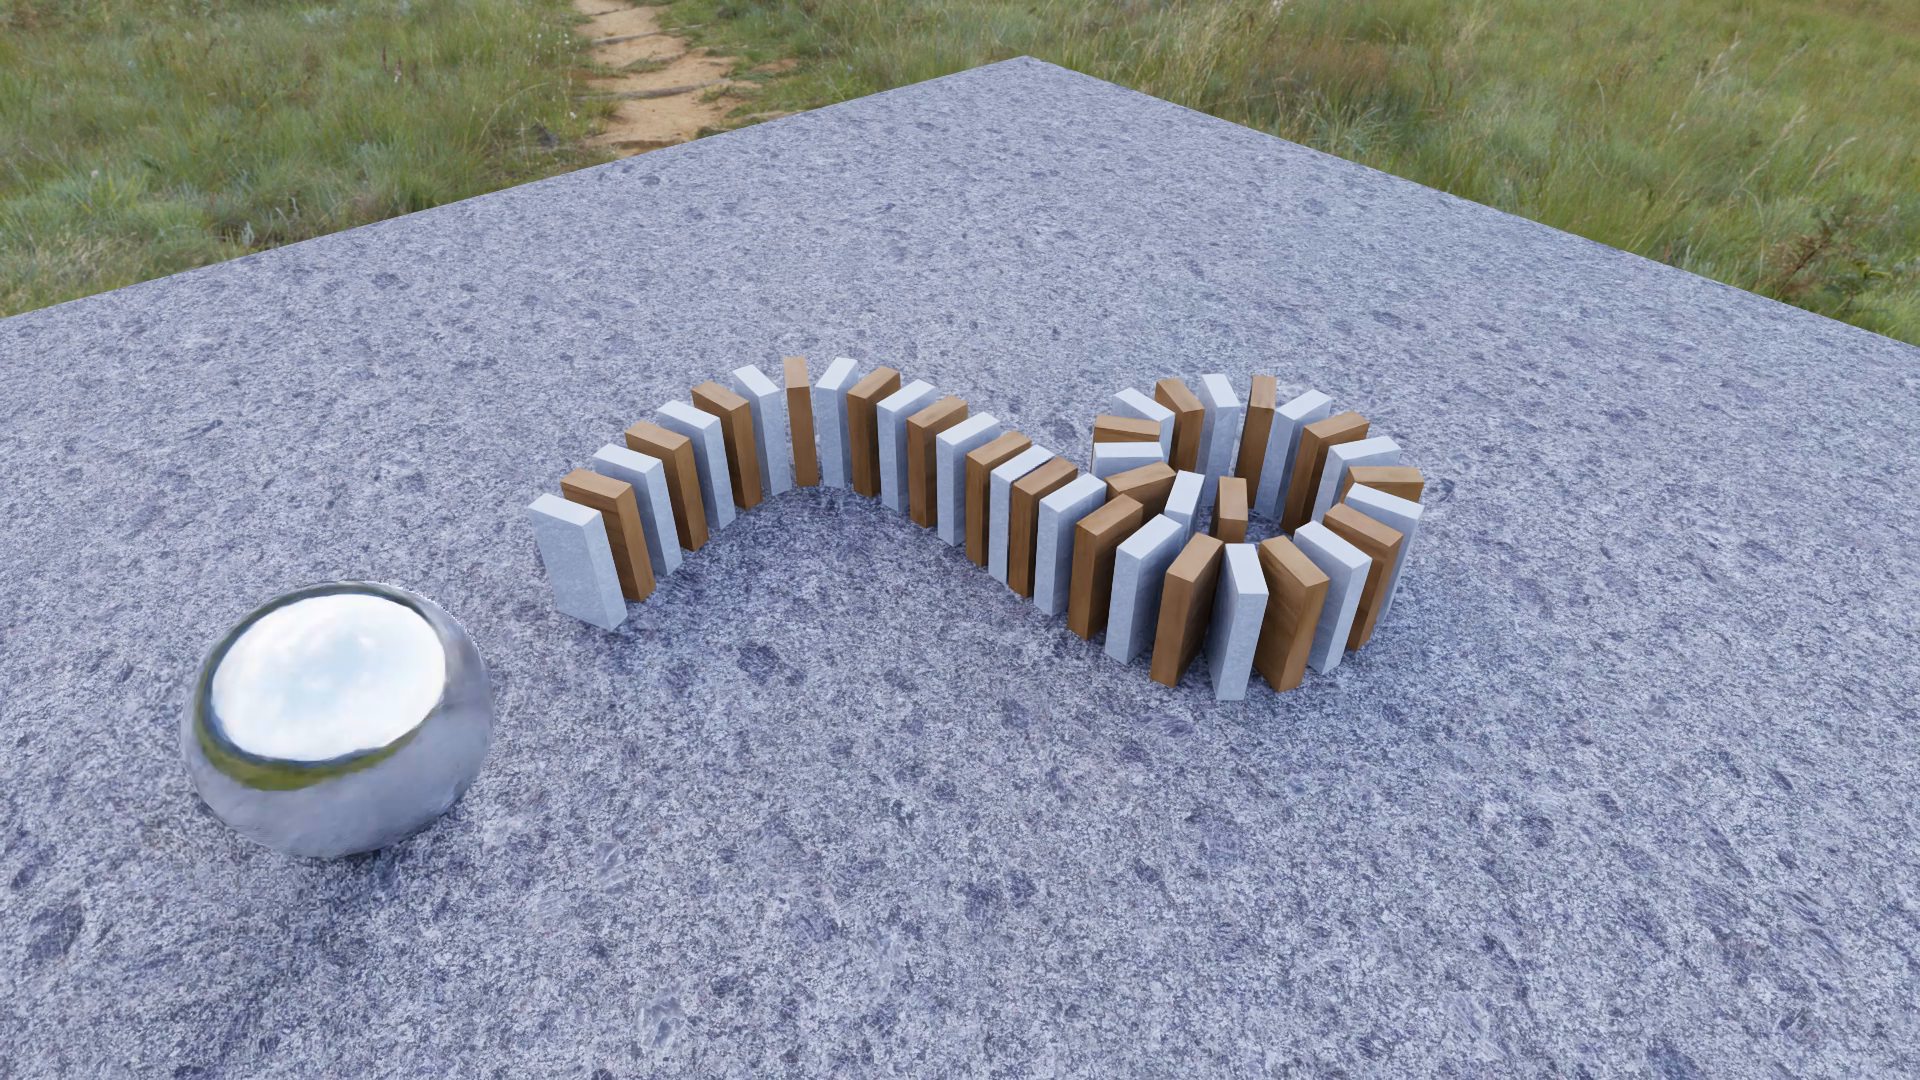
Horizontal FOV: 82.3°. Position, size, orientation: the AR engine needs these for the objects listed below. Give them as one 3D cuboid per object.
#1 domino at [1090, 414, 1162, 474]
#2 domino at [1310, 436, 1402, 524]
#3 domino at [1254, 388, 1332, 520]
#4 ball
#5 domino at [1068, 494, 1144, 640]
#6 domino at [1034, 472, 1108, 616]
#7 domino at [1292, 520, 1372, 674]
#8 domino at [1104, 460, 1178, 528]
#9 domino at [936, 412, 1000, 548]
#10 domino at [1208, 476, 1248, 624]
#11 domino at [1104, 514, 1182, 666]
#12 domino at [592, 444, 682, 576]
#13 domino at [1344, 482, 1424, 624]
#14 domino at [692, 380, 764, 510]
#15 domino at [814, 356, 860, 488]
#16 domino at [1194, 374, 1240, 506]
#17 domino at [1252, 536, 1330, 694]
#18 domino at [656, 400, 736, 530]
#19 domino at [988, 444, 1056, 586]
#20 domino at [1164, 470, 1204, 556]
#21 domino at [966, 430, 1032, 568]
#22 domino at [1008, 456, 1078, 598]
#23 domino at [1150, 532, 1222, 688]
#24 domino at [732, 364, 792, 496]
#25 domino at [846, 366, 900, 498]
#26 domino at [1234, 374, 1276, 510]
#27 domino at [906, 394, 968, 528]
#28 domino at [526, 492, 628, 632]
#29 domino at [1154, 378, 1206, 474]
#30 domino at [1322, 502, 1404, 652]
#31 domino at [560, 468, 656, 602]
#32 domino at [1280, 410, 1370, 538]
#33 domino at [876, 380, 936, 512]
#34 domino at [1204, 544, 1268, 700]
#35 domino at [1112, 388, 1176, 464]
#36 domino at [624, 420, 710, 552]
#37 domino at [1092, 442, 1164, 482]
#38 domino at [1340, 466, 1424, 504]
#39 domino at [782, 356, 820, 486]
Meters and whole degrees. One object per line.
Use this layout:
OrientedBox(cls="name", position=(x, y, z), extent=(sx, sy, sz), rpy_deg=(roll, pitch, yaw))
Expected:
OrientedBox(cls="domino", position=(0.065, -0.025, 0.443), extent=(0.025, 0.050, 0.009), rpy_deg=(9, 40, 11))
OrientedBox(cls="domino", position=(0.153, -0.016, 0.430), extent=(0.025, 0.050, 0.010), rpy_deg=(-11, 41, -13))
OrientedBox(cls="domino", position=(0.137, -0.035, 0.454), extent=(0.025, 0.050, 0.009), rpy_deg=(-28, 47, -30))
OrientedBox(cls="ball", position=(-0.181, 0.052, 0.324), extent=(0.080, 0.080, 0.080), rpy_deg=(0, 39, 0))
OrientedBox(cls="domino", position=(0.052, 0.010, 0.399), extent=(0.025, 0.050, 0.009), rpy_deg=(-31, 48, -32))
OrientedBox(cls="domino", position=(0.041, 0.002, 0.409), extent=(0.025, 0.050, 0.009), rpy_deg=(-30, 48, -31))
OrientedBox(cls="domino", position=(0.126, 0.021, 0.386), extent=(0.009, 0.050, 0.025), rpy_deg=(-24, 45, -26))
OrientedBox(cls="domino", position=(0.066, -0.004, 0.416), extent=(0.025, 0.050, 0.009), rpy_deg=(-17, 42, -19))
OrientedBox(cls="domino", position=(0.003, -0.024, 0.441), extent=(0.025, 0.050, 0.009), rpy_deg=(-30, 48, -32))
OrientedBox(cls="domino", position=(0.097, 0.004, 0.406), extent=(0.010, 0.050, 0.025), rpy_deg=(6, 40, 7))
OrientedBox(cls="domino", position=(0.065, 0.018, 0.390), extent=(0.010, 0.050, 0.025), rpy_deg=(30, 48, 31))
OrientedBox(cls="domino", position=(-0.124, -0.011, 0.425), extent=(0.025, 0.050, 0.010), rpy_deg=(17, 42, 20))
OrientedBox(cls="domino", position=(0.150, 0.005, 0.405), extent=(0.025, 0.050, 0.009), rpy_deg=(23, 45, 25))
OrientedBox(cls="domino", position=(-0.097, -0.039, 0.459), extent=(0.025, 0.050, 0.010), rpy_deg=(29, 47, 31))
OrientedBox(cls="domino", position=(-0.051, -0.050, 0.472), extent=(0.009, 0.050, 0.025), rpy_deg=(10, 40, 12))
OrientedBox(cls="domino", position=(0.106, -0.042, 0.462), extent=(0.010, 0.050, 0.025), rpy_deg=(-3, 39, -4))
OrientedBox(cls="domino", position=(0.111, 0.026, 0.380), extent=(0.009, 0.050, 0.025), rpy_deg=(-15, 42, -18))
OrientedBox(cls="domino", position=(-0.107, -0.030, 0.448), extent=(0.025, 0.050, 0.009), rpy_deg=(22, 44, 25))
OrientedBox(cls="domino", position=(0.023, -0.009, 0.423), extent=(0.025, 0.050, 0.009), rpy_deg=(-32, 49, -33))
OrientedBox(cls="domino", position=(0.081, 0.002, 0.409), extent=(0.009, 0.050, 0.025), rpy_deg=(13, 41, 16))
OrientedBox(cls="domino", position=(0.015, -0.016, 0.431), extent=(0.025, 0.050, 0.009), rpy_deg=(-29, 47, -31))
OrientedBox(cls="domino", position=(0.031, -0.004, 0.417), extent=(0.025, 0.050, 0.010), rpy_deg=(-32, 49, -33))
OrientedBox(cls="domino", position=(0.078, 0.025, 0.381), extent=(0.010, 0.050, 0.025), rpy_deg=(22, 44, 25))
OrientedBox(cls="domino", position=(-0.084, -0.046, 0.468), extent=(0.009, 0.050, 0.025), rpy_deg=(-24, 45, -26))
OrientedBox(cls="domino", position=(-0.036, -0.046, 0.467), extent=(0.009, 0.050, 0.025), rpy_deg=(21, 44, 23))
OrientedBox(cls="domino", position=(0.123, -0.041, 0.461), extent=(0.010, 0.050, 0.025), rpy_deg=(9, 40, 11))
OrientedBox(cls="domino", position=(-0.009, -0.032, 0.450), extent=(0.009, 0.050, 0.025), rpy_deg=(31, 49, 32))
OrientedBox(cls="domino", position=(-0.139, 0.009, 0.401), extent=(0.025, 0.050, 0.010), rpy_deg=(17, 42, 20))
OrientedBox(cls="domino", position=(0.089, -0.039, 0.460), extent=(0.010, 0.050, 0.025), rpy_deg=(-11, 41, -13))
OrientedBox(cls="domino", position=(0.139, 0.014, 0.395), extent=(0.010, 0.050, 0.025), rpy_deg=(-31, 49, -32))
OrientedBox(cls="domino", position=(-0.132, -0.001, 0.413), extent=(0.025, 0.050, 0.009), rpy_deg=(16, 42, 19))
OrientedBox(cls="domino", position=(0.146, -0.026, 0.443), extent=(0.025, 0.050, 0.009), rpy_deg=(-18, 43, -21))
OrientedBox(cls="domino", position=(-0.022, -0.039, 0.459), extent=(0.009, 0.050, 0.025), rpy_deg=(28, 47, 30))
OrientedBox(cls="domino", position=(0.094, 0.029, 0.377), extent=(0.010, 0.050, 0.025), rpy_deg=(1, 39, 1))
OrientedBox(cls="domino", position=(0.073, -0.035, 0.454), extent=(0.009, 0.050, 0.025), rpy_deg=(-26, 46, -28))
OrientedBox(cls="domino", position=(-0.116, -0.021, 0.437), extent=(0.025, 0.050, 0.010), rpy_deg=(20, 43, 23))
OrientedBox(cls="domino", position=(0.063, -0.015, 0.429), extent=(0.025, 0.050, 0.009), rpy_deg=(-1, 39, -1))
OrientedBox(cls="domino", position=(0.156, -0.005, 0.417), extent=(0.025, 0.050, 0.010), rpy_deg=(0, 39, 0))
OrientedBox(cls="domino", position=(-0.068, -0.051, 0.473), extent=(0.009, 0.050, 0.025), rpy_deg=(-7, 40, -8))
